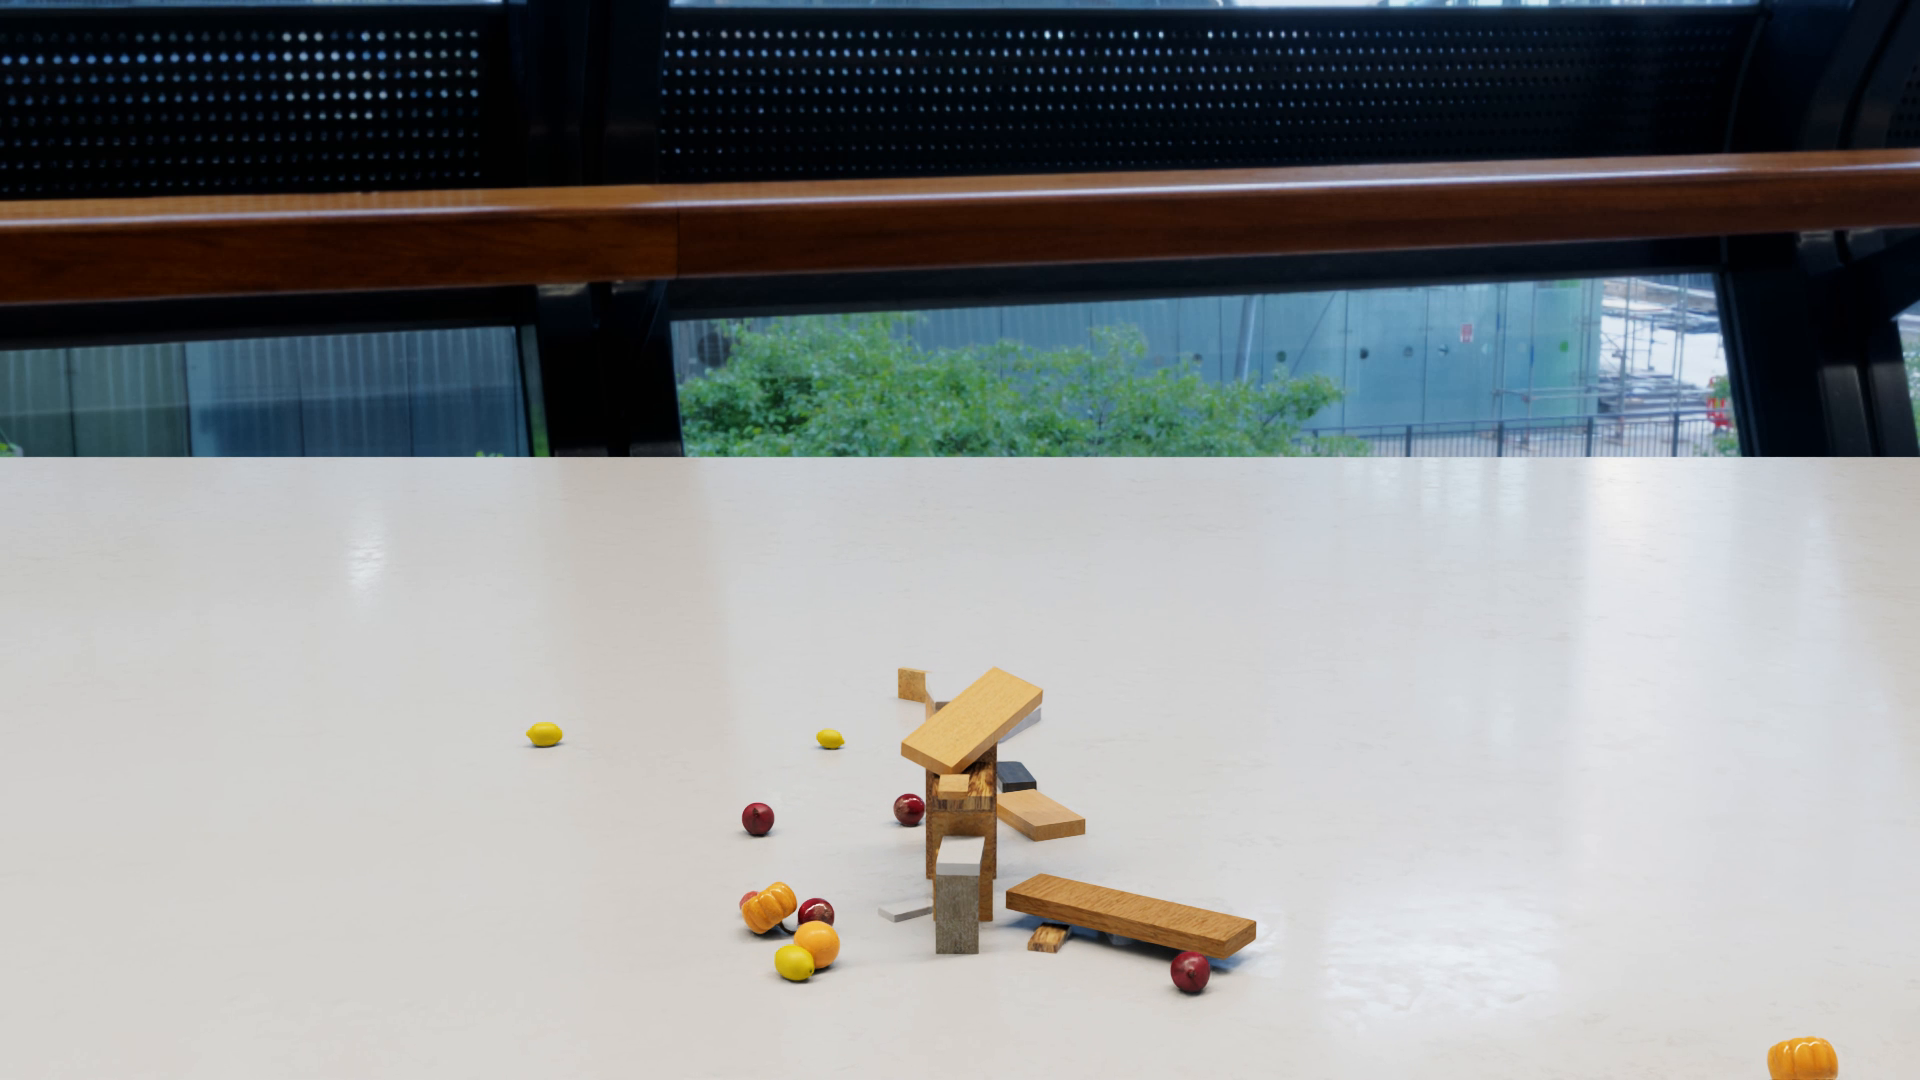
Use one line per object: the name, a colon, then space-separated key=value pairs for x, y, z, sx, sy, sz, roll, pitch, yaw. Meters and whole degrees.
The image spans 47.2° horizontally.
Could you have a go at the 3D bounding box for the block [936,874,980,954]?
block: x=-0.004 y=0.573 z=3.396 sx=0.067 sy=0.133 sz=0.019 roll=0 pitch=11 yaw=0

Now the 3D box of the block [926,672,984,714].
block: x=-0.001 y=0.268 z=3.820 sx=0.102 sy=0.029 sz=0.204 roll=-1 pitch=10 yaw=-5

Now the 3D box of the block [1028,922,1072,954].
block: x=0.141 y=0.624 z=3.450 sx=0.046 sy=0.013 sz=0.093 roll=3 pitch=11 yaw=17

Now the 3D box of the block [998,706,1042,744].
block: x=0.083 y=0.388 z=4.677 sx=0.104 sy=0.030 sz=0.209 roll=5 pitch=12 yaw=25

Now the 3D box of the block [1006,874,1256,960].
block: x=0.264 y=0.587 z=3.444 sx=0.392 sy=0.030 sz=0.104 roll=7 pitch=13 yaw=34

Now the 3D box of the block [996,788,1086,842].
block: x=0.137 y=0.505 z=4.046 sx=0.102 sy=0.029 sz=0.204 roll=-5 pitch=12 yaw=-25

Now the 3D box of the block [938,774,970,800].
block: x=-0.010 y=0.392 z=3.492 sx=0.046 sy=0.013 sz=0.093 roll=0 pitch=11 yaw=2

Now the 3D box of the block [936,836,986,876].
block: x=0.002 y=0.491 z=3.422 sx=0.067 sy=0.019 sz=0.133 roll=1 pitch=11 yaw=4

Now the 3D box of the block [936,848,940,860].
block: x=-0.005 y=0.556 z=3.485 sx=0.067 sy=0.133 sz=0.019 roll=0 pitch=10 yaw=0

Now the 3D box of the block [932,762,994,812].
block: x=0.006 y=0.399 z=3.562 sx=0.096 sy=0.027 sz=0.192 roll=0 pitch=11 yaw=1

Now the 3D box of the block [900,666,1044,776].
block: x=0.022 y=0.302 z=3.649 sx=0.102 sy=0.029 sz=0.260 roll=24 pitch=40 yaw=28

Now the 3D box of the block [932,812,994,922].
block: x=0.005 y=0.518 z=3.528 sx=0.096 sy=0.192 sz=0.027 roll=0 pitch=16 yaw=0

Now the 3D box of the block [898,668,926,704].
block: x=-0.079 y=0.327 z=4.897 sx=0.136 sy=0.068 sz=0.019 roll=8 pitch=13 yaw=36

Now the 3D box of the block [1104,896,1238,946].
block: x=0.333 y=0.606 z=3.502 sx=0.209 sy=0.030 sz=0.104 roll=-2 pitch=11 yaw=-10

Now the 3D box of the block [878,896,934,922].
block: x=-0.082 y=0.600 z=3.577 sx=0.093 sy=0.013 sz=0.046 roll=-7 pitch=14 yaw=-36

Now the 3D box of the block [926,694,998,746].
block: x=0.001 y=0.306 z=3.788 sx=0.120 sy=0.034 sz=0.240 roll=0 pitch=10 yaw=-1

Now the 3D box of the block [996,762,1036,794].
block: x=0.101 y=0.464 z=4.297 sx=0.068 sy=0.019 sz=0.136 roll=-2 pitch=11 yaw=-11

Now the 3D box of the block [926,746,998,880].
block: x=0.002 y=0.455 z=3.735 sx=0.120 sy=0.240 sz=0.034 roll=0 pitch=10 yaw=0

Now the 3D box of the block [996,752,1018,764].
block: x=0.045 y=0.443 z=4.406 sx=0.136 sy=0.019 sz=0.068 roll=0 pitch=11 yaw=-2
